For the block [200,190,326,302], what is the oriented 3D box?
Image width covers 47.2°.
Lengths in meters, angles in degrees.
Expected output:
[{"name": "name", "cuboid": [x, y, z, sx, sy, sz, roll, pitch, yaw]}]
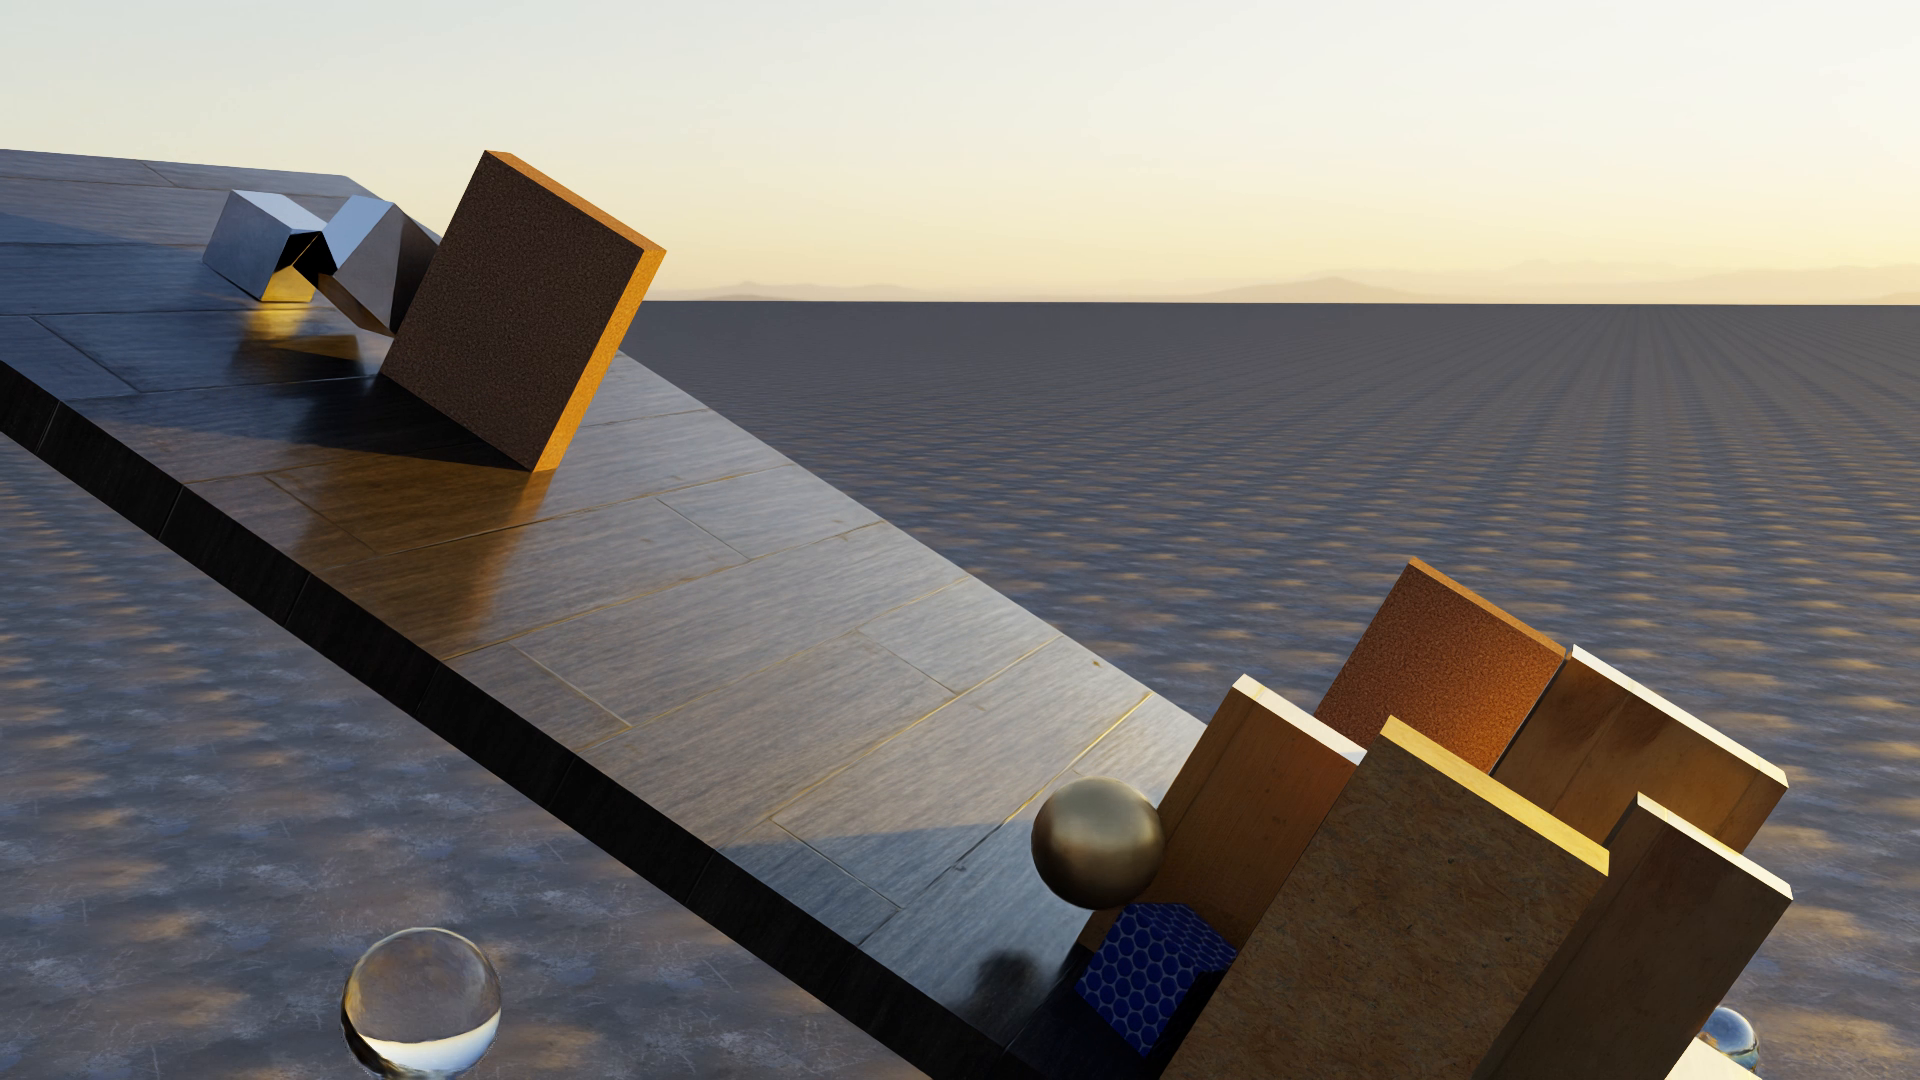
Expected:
[{"name": "block", "cuboid": [-1.360, -0.580, 4.344, 0.158, 0.158, 0.158, 32, 15, 14]}]

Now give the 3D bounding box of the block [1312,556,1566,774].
[{"name": "block", "cuboid": [0.874, 0.398, 4.359, 0.342, 0.639, 0.107, 32, 15, 11]}]

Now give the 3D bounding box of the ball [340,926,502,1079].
[{"name": "ball", "cuboid": [-0.699, 0.606, 2.856, 0.205, 0.205, 0.205, 0, 7, 0]}]

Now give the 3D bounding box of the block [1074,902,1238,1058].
[{"name": "block", "cuboid": [0.312, 0.665, 3.335, 0.162, 0.162, 0.162, 12, 23, -50]}]

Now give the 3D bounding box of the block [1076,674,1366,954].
[{"name": "block", "cuboid": [0.463, 0.518, 3.463, 0.351, 0.491, 0.110, 32, 15, 11]}]

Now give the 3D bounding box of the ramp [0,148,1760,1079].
[{"name": "ramp", "cuboid": [-0.185, 0.305, 4.128, 4.000, 0.100, 2.000, 32, 15, 11]}]

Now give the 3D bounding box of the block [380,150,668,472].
[{"name": "block", "cuboid": [-0.840, -0.438, 4.213, 0.377, 0.483, 0.100, 32, 15, 11]}]

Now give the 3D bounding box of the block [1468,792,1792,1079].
[{"name": "block", "cuboid": [1.022, 0.740, 3.501, 0.266, 0.631, 0.089, 32, 15, 11]}]

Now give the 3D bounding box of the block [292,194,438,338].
[{"name": "block", "cuboid": [-1.143, -0.535, 4.307, 0.187, 0.187, 0.187, 17, -24, 48]}]

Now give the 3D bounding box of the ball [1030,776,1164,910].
[{"name": "ball", "cuboid": [0.206, 0.455, 3.304, 0.200, 0.200, 0.200, 0, 7, 0]}]

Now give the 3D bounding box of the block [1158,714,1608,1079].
[{"name": "block", "cuboid": [0.594, 0.613, 3.126, 0.353, 0.623, 0.134, 32, 15, 11]}]

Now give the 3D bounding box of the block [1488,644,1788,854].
[{"name": "block", "cuboid": [1.089, 0.603, 3.939, 0.418, 0.708, 0.125, 32, 15, 11]}]

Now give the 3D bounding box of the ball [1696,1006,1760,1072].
[{"name": "ball", "cuboid": [1.720, 1.155, 5.005, 0.187, 0.187, 0.187, 0, 7, 0]}]
